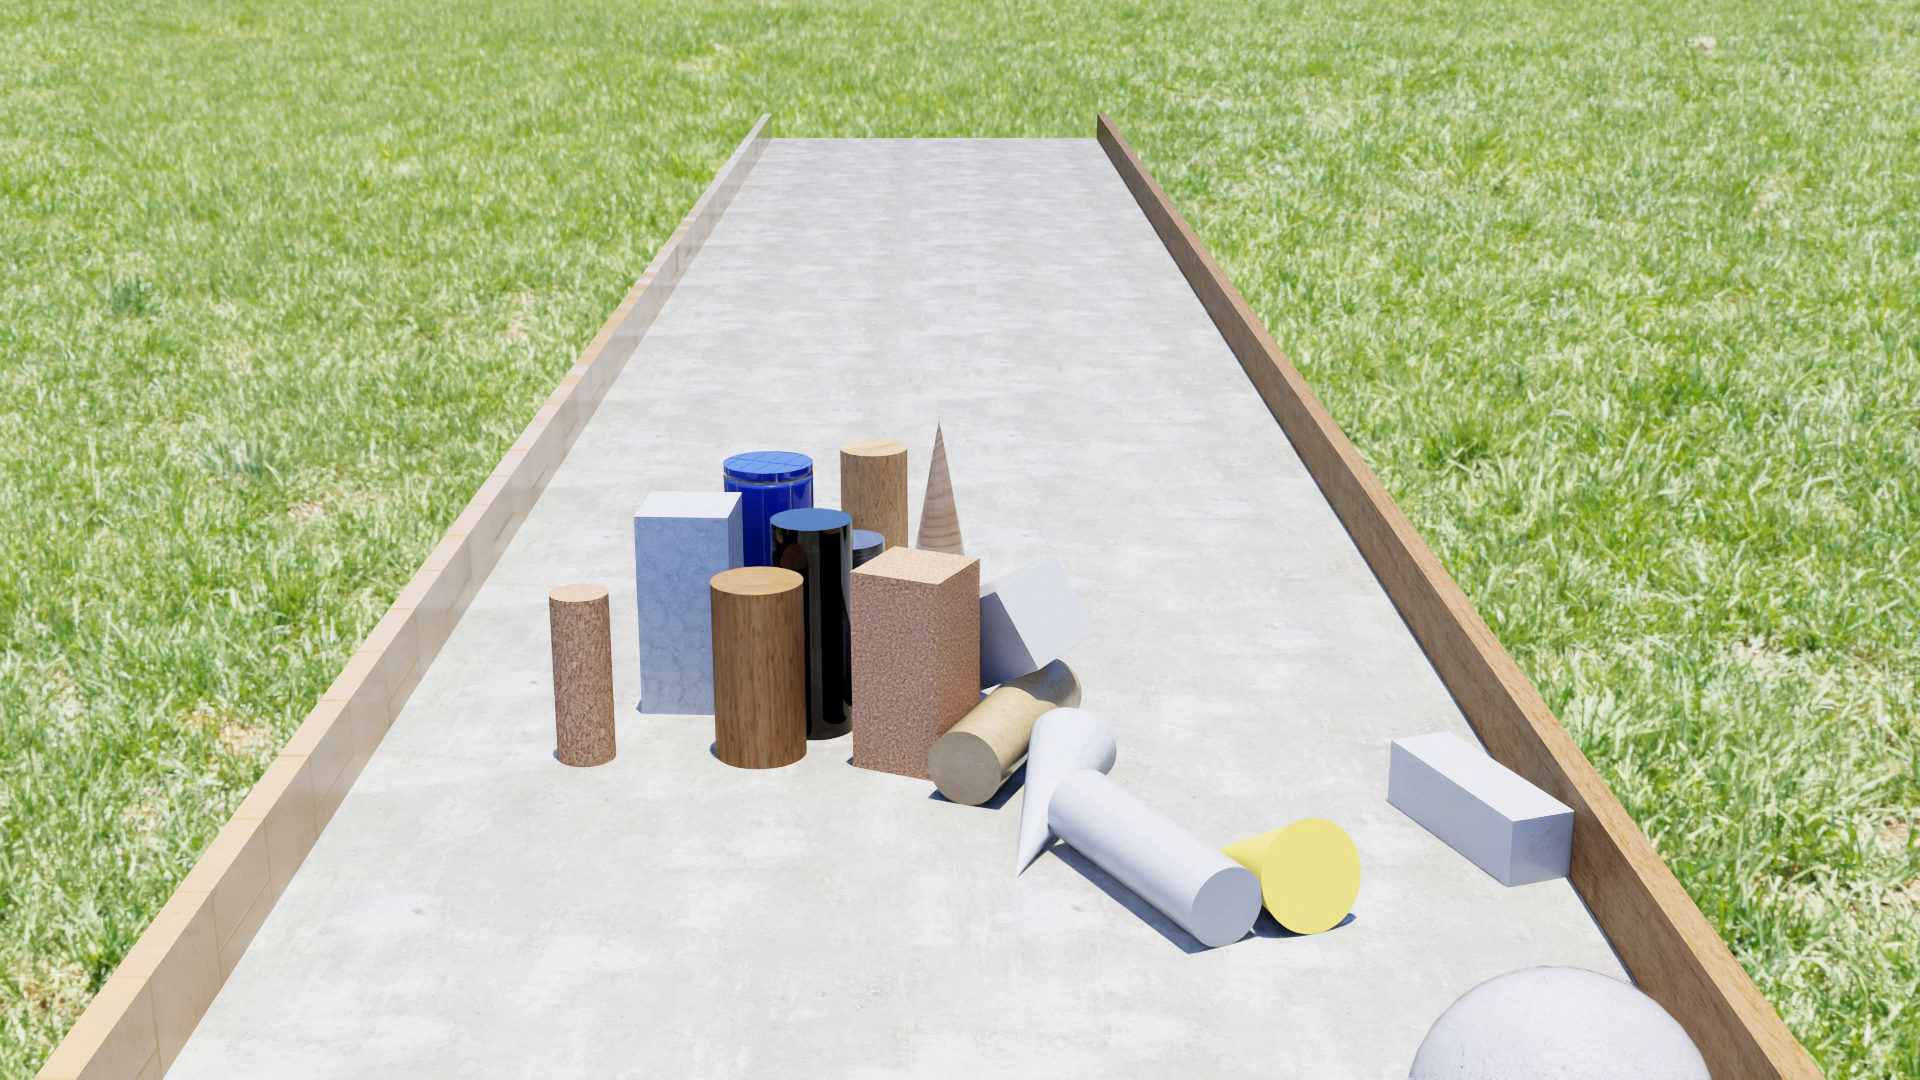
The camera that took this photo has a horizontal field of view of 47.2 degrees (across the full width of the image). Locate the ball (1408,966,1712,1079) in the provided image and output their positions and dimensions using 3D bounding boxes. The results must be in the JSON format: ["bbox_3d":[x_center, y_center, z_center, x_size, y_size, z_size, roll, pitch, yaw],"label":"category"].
[{"bbox_3d":[0.668,0.648,2.448,0.342,0.342,0.342,0,17,0],"label":"ball"}]

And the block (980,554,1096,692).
[{"bbox_3d":[0.051,0.174,4.039,0.157,0.157,0.368,-31,4,-38],"label":"block"}]

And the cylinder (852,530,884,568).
[{"bbox_3d":[-0.208,0.152,4.152,0.141,0.317,0.141,-1,16,0],"label":"cylinder"}]

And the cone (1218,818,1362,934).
[{"bbox_3d":[0.463,0.500,3.401,0.172,0.172,0.305,-7,2,-23],"label":"cone"}]

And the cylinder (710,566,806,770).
[{"bbox_3d":[-0.356,0.226,3.901,0.163,0.323,0.163,0,17,0],"label":"cylinder"}]

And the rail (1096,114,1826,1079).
[{"bbox_3d":[0.932,-0.844,7.801,0.050,0.150,12.000,0,17,-1],"label":"rail"}]

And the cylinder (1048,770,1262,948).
[{"bbox_3d":[0.293,0.483,3.382,0.126,0.126,0.415,-8,19,-26],"label":"cylinder"}]

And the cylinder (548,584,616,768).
[{"bbox_3d":[-0.666,0.239,3.883,0.103,0.308,0.103,0,17,0],"label":"cylinder"}]

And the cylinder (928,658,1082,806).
[{"bbox_3d":[0.085,0.331,3.880,0.133,0.133,0.406,7,18,21],"label":"cylinder"}]

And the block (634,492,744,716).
[{"bbox_3d":[-0.506,0.118,4.151,0.173,0.386,0.173,1,17,3],"label":"block"}]

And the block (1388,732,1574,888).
[{"bbox_3d":[0.841,0.432,3.576,0.112,0.112,0.359,-6,18,-19],"label":"block"}]

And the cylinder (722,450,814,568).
[{"bbox_3d":[-0.375,0.046,4.350,0.176,0.413,0.176,0,17,0],"label":"cylinder"}]

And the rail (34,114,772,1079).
[{"bbox_3d":[-1.118,-0.838,7.780,0.050,0.150,12.000,0,17,-1],"label":"rail"}]

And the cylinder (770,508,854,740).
[{"bbox_3d":[-0.268,0.153,4.014,0.149,0.398,0.149,0,17,0],"label":"cylinder"}]

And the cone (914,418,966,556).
[{"bbox_3d":[-0.046,-0.093,4.899,0.134,0.365,0.134,0,17,0],"label":"cone"}]

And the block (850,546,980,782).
[{"bbox_3d":[-0.077,0.216,3.867,0.168,0.361,0.168,8,18,24],"label":"block"}]

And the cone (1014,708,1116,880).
[{"bbox_3d":[0.139,0.443,3.604,0.154,0.154,0.392,5,28,16],"label":"cone"}]

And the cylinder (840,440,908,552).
[{"bbox_3d":[-0.179,-0.011,4.605,0.139,0.375,0.139,0,17,0],"label":"cylinder"}]
